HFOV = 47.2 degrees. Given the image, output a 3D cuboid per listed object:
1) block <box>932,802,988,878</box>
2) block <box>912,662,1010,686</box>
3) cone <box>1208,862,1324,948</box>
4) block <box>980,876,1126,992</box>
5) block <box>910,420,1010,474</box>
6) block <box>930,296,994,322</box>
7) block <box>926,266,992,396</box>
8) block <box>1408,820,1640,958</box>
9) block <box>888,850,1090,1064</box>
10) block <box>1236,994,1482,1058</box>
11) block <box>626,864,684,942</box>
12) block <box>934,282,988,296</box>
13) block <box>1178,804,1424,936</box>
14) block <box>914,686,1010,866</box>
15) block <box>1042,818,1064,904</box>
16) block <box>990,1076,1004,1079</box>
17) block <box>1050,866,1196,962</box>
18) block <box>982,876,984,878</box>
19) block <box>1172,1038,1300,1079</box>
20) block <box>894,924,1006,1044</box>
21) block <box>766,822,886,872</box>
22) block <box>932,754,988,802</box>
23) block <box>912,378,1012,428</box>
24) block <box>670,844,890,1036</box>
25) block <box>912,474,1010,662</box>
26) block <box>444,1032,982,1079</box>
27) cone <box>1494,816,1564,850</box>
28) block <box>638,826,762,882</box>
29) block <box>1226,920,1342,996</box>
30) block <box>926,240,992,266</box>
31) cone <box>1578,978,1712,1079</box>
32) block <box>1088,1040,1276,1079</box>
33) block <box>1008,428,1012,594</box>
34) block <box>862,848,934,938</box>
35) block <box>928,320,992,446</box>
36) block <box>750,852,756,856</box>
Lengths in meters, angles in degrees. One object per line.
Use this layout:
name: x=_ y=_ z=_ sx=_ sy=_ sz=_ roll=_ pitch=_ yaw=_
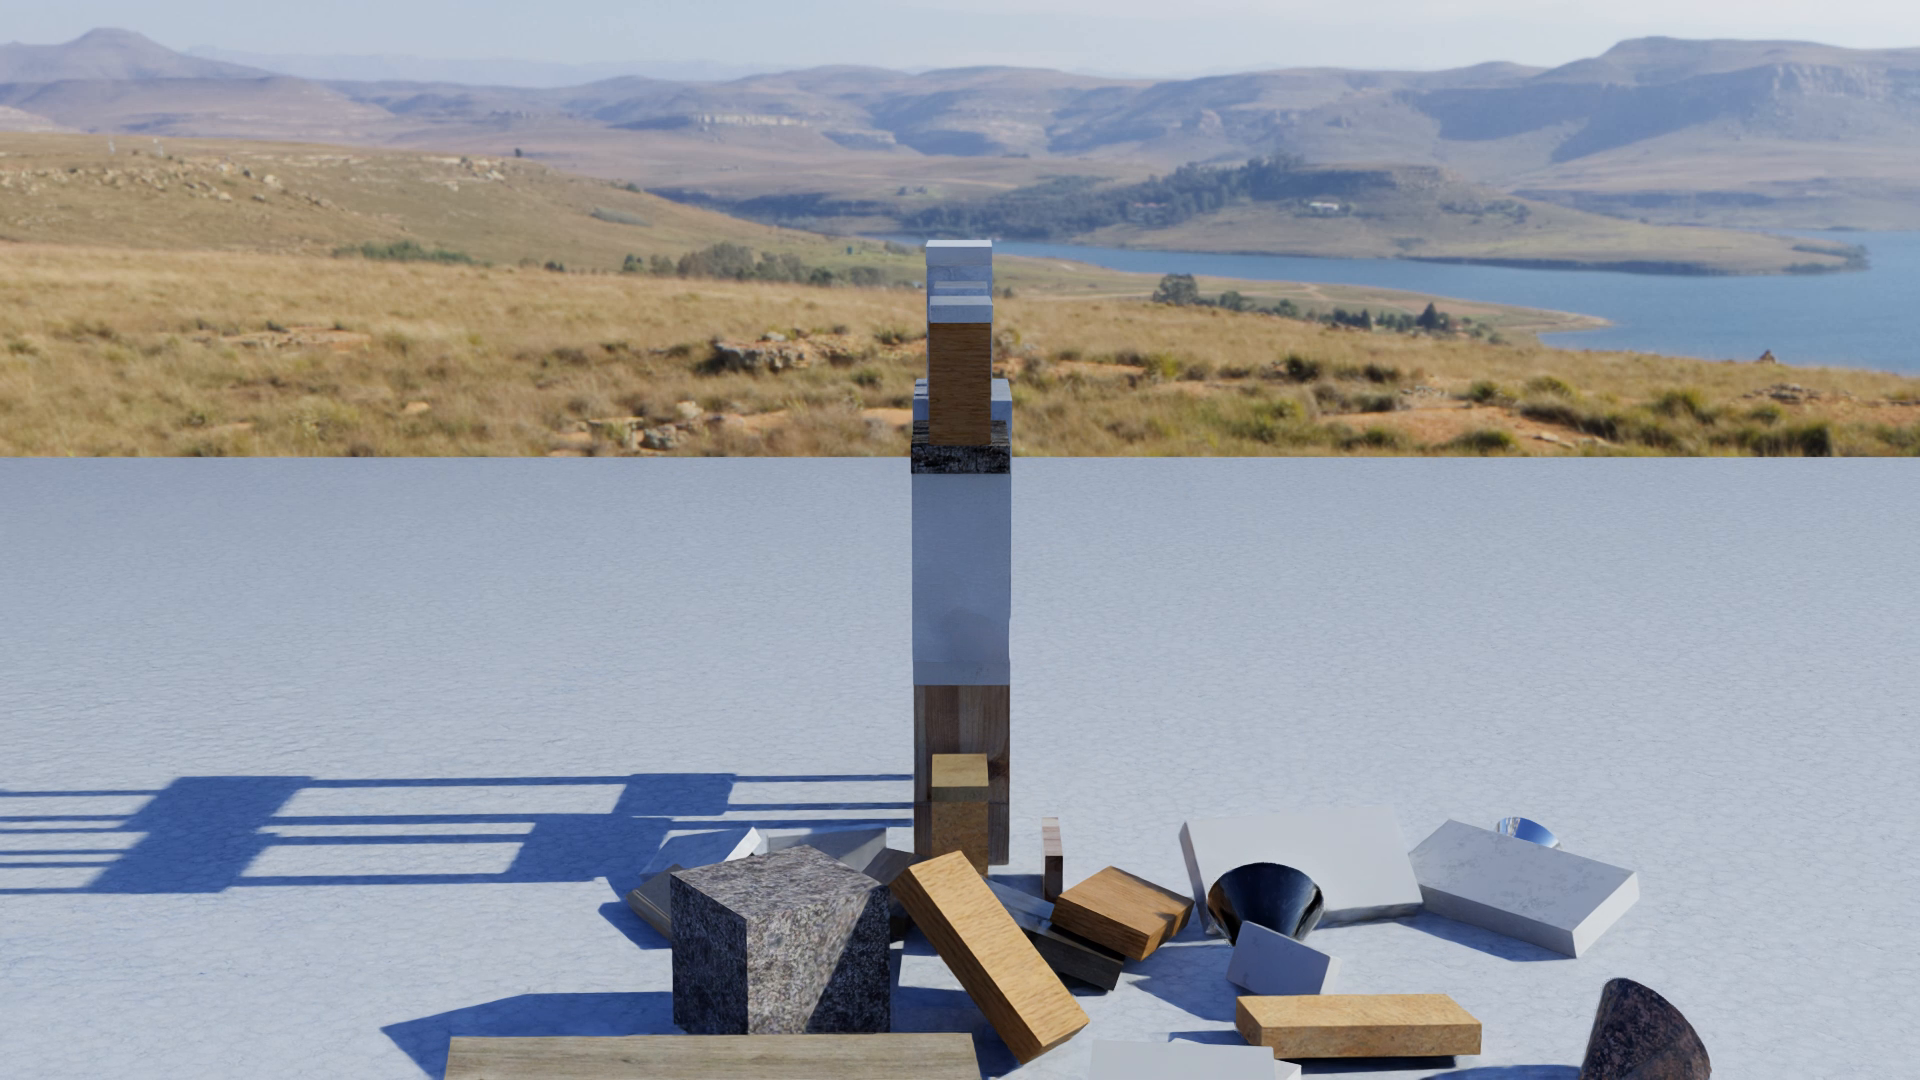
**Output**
block: x=0.000 y=0.508 z=3.607 sx=0.092 sy=0.184 sz=0.026 roll=0 pitch=11 yaw=0
block: x=0.003 y=0.193 z=3.877 sx=0.165 sy=0.047 sz=0.329 roll=0 pitch=11 yaw=0
cone: x=0.462 y=0.615 z=3.317 sx=0.179 sy=0.179 sz=0.179 roll=1 pitch=37 yaw=6
block: x=0.102 y=0.583 z=3.321 sx=0.304 sy=0.043 sz=0.152 roll=20 pitch=10 yaw=6
block: x=0.000 y=-0.161 z=3.751 sx=0.162 sy=0.046 sz=0.324 roll=0 pitch=11 yaw=0
block: x=0.001 y=-0.382 z=3.634 sx=0.101 sy=0.029 sz=0.202 roll=0 pitch=11 yaw=-1
block: x=-0.001 y=-0.380 z=3.974 sx=0.118 sy=0.236 sz=0.033 roll=0 pitch=11 yaw=0
block: x=0.888 y=0.558 z=3.552 sx=0.179 sy=0.051 sz=0.357 roll=-31 pitch=27 yaw=-33
block: x=0.041 y=0.574 z=3.050 sx=0.304 sy=0.043 sz=0.152 roll=51 pitch=23 yaw=17
block: x=0.548 y=0.671 z=3.041 sx=0.304 sy=0.043 sz=0.152 roll=1 pitch=3 yaw=-6
block: x=-0.452 y=0.584 z=3.522 sx=0.100 sy=0.028 sz=0.200 roll=-31 pitch=23 yaw=-22
block: x=0.002 y=-0.431 z=3.826 sx=0.091 sy=0.026 sz=0.183 roll=0 pitch=11 yaw=0
block: x=0.549 y=0.531 z=3.552 sx=0.357 sy=0.051 sz=0.179 roll=-3 pitch=54 yaw=-14
block: x=0.003 y=0.398 z=3.803 sx=0.165 sy=0.329 sz=0.047 roll=0 pitch=11 yaw=0
block: x=0.152 y=0.541 z=3.657 sx=0.029 sy=0.101 sz=0.203 roll=0 pitch=11 yaw=0
block: x=0.060 y=0.744 z=2.601 sx=0.149 sy=0.042 sz=0.299 roll=4 pitch=20 yaw=19
block: x=0.255 y=0.574 z=3.400 sx=0.149 sy=0.042 sz=0.299 roll=21 pitch=7 yaw=18
block: x=-0.057 y=0.556 z=3.463 sx=0.203 sy=0.029 sz=0.101 roll=-8 pitch=20 yaw=-36
block: x=0.353 y=0.712 z=2.941 sx=0.183 sy=0.026 sz=0.091 roll=6 pitch=12 yaw=30
block: x=0.003 y=0.644 z=3.239 sx=0.179 sy=0.051 sz=0.357 roll=0 pitch=11 yaw=1
block: x=-0.223 y=0.535 z=3.690 sx=0.200 sy=0.100 sz=0.028 roll=-3 pitch=10 yaw=-14
block: x=0.000 y=0.394 z=3.648 sx=0.092 sy=0.026 sz=0.184 roll=0 pitch=11 yaw=0
block: x=0.004 y=-0.255 z=4.084 sx=0.177 sy=0.050 sz=0.354 roll=0 pitch=11 yaw=0
block: x=-0.253 y=0.584 z=3.087 sx=0.224 sy=0.224 sz=0.224 roll=-7 pitch=13 yaw=-33
block: x=0.001 y=0.041 z=3.679 sx=0.162 sy=0.324 sz=0.046 roll=0 pitch=11 yaw=0
block: x=-0.312 y=0.694 z=2.811 sx=0.676 sy=0.042 sz=0.149 roll=1 pitch=22 yaw=-8
cone: x=0.924 y=0.558 z=3.680 sx=0.133 sy=0.133 sz=0.133 roll=9 pitch=41 yaw=41
block: x=-0.435 y=0.529 z=3.668 sx=0.200 sy=0.028 sz=0.100 roll=-12 pitch=25 yaw=39
block: x=0.471 y=0.627 z=3.211 sx=0.026 sy=0.091 sz=0.183 roll=19 pitch=-3 yaw=-37
block: x=-0.001 y=-0.527 z=4.027 sx=0.118 sy=0.033 sz=0.236 roll=0 pitch=11 yaw=0
cone: x=0.853 y=0.698 z=2.876 sx=0.175 sy=0.175 sz=0.175 roll=-34 pitch=25 yaw=-22
block: x=0.248 y=0.706 z=2.474 sx=0.208 sy=0.208 sz=0.208 roll=1 pitch=11 yaw=6
block: x=0.004 y=-0.035 z=4.005 sx=0.177 sy=0.354 sz=0.050 roll=0 pitch=11 yaw=0
block: x=-0.103 y=0.541 z=3.392 sx=0.113 sy=0.032 sz=0.226 roll=9 pitch=17 yaw=16
block: x=0.000 y=-0.257 z=3.590 sx=0.101 sy=0.202 sz=0.029 roll=0 pitch=11 yaw=0
block: x=-0.355 y=0.570 z=3.548 sx=0.113 sy=0.032 sz=0.226 roll=-33 pitch=20 yaw=-12
